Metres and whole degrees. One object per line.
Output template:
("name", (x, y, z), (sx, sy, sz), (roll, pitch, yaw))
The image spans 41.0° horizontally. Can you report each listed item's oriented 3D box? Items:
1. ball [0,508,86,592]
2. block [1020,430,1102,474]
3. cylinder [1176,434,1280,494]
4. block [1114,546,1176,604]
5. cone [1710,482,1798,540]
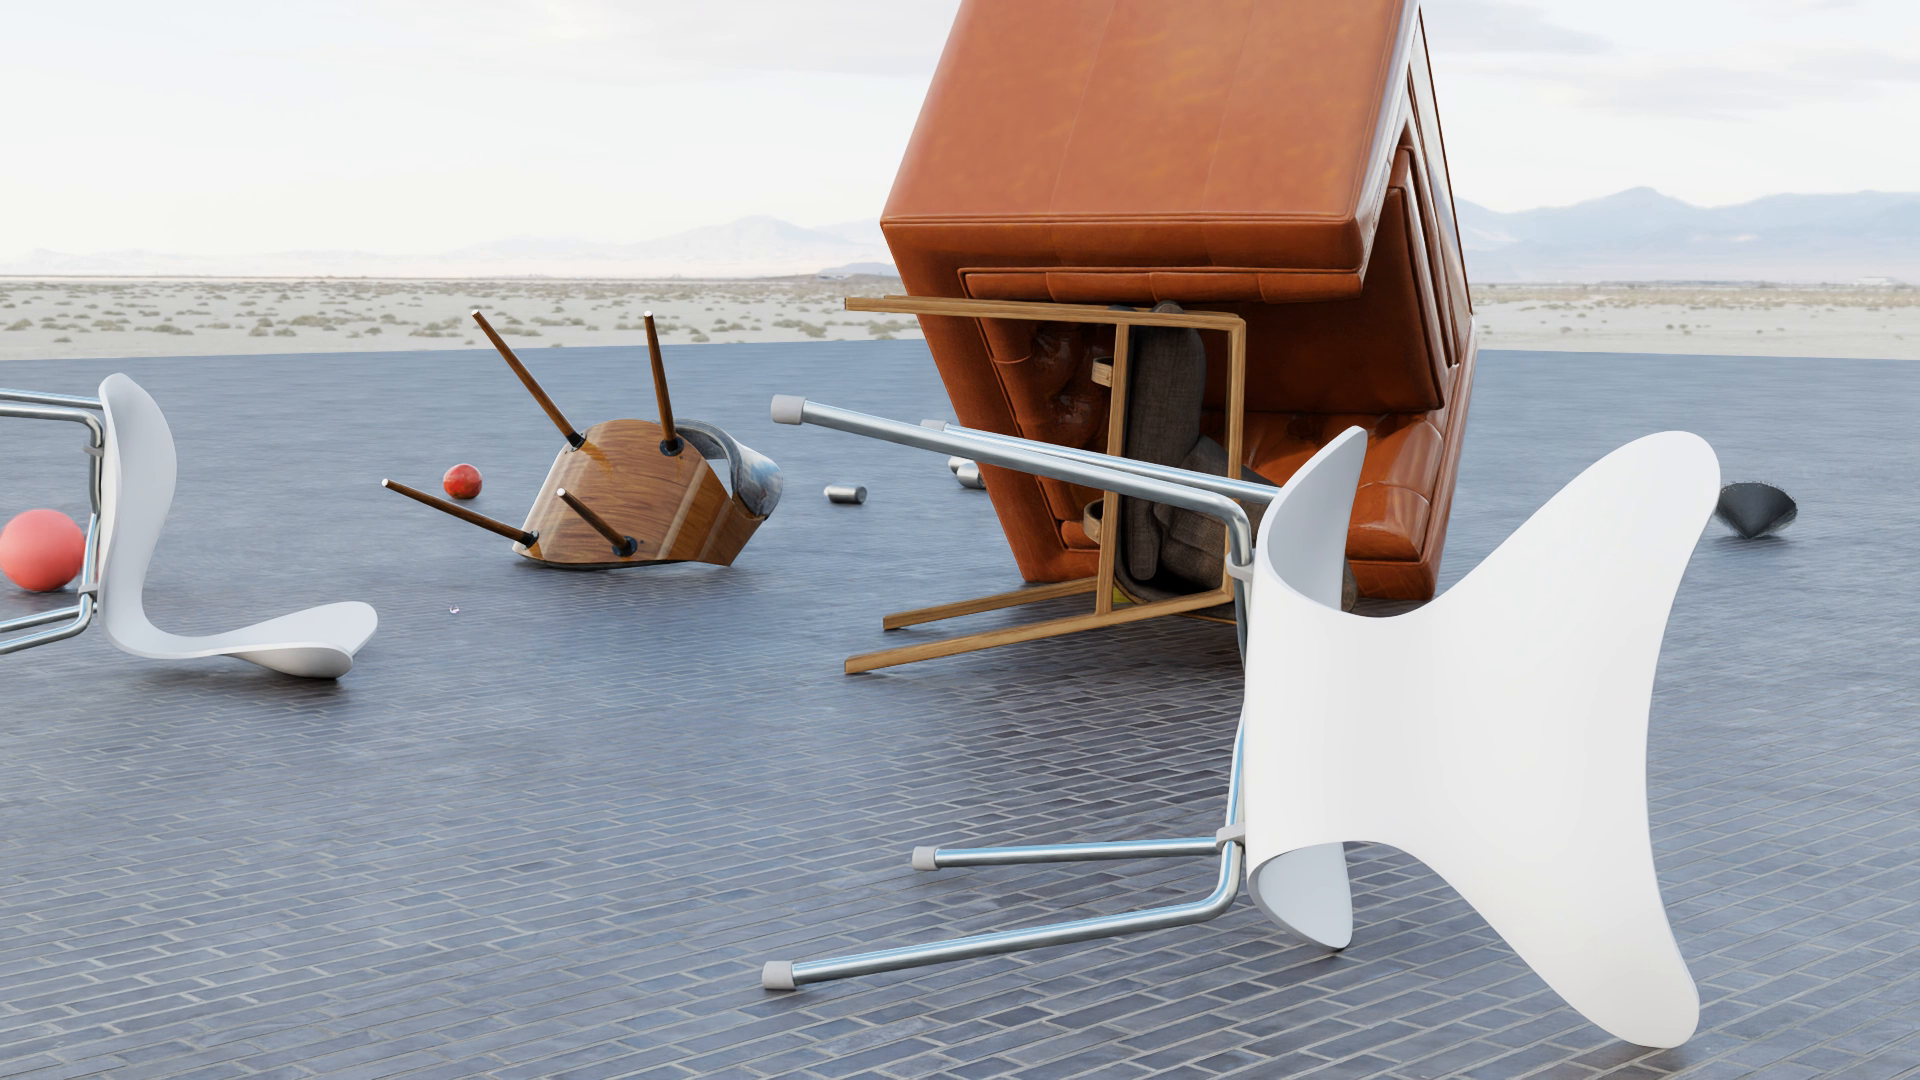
("ball", (-1.918, 0.021, 5.363), (0.173, 0.173, 0.173), (0, 6, 0))
("block", (0.343, -0.295, 8.631), (0.238, 0.133, 0.183), (2, 6, 16))
("cylinder", (0.822, -0.236, 7.880), (0.313, 0.168, 0.257), (1, 6, 11))
("block", (0.377, 0.069, 5.232), (0.126, 0.105, 0.108), (1, 6, 5))
("cone", (1.992, -0.040, 6.461), (0.211, 0.172, 0.120), (8, 44, 18))
